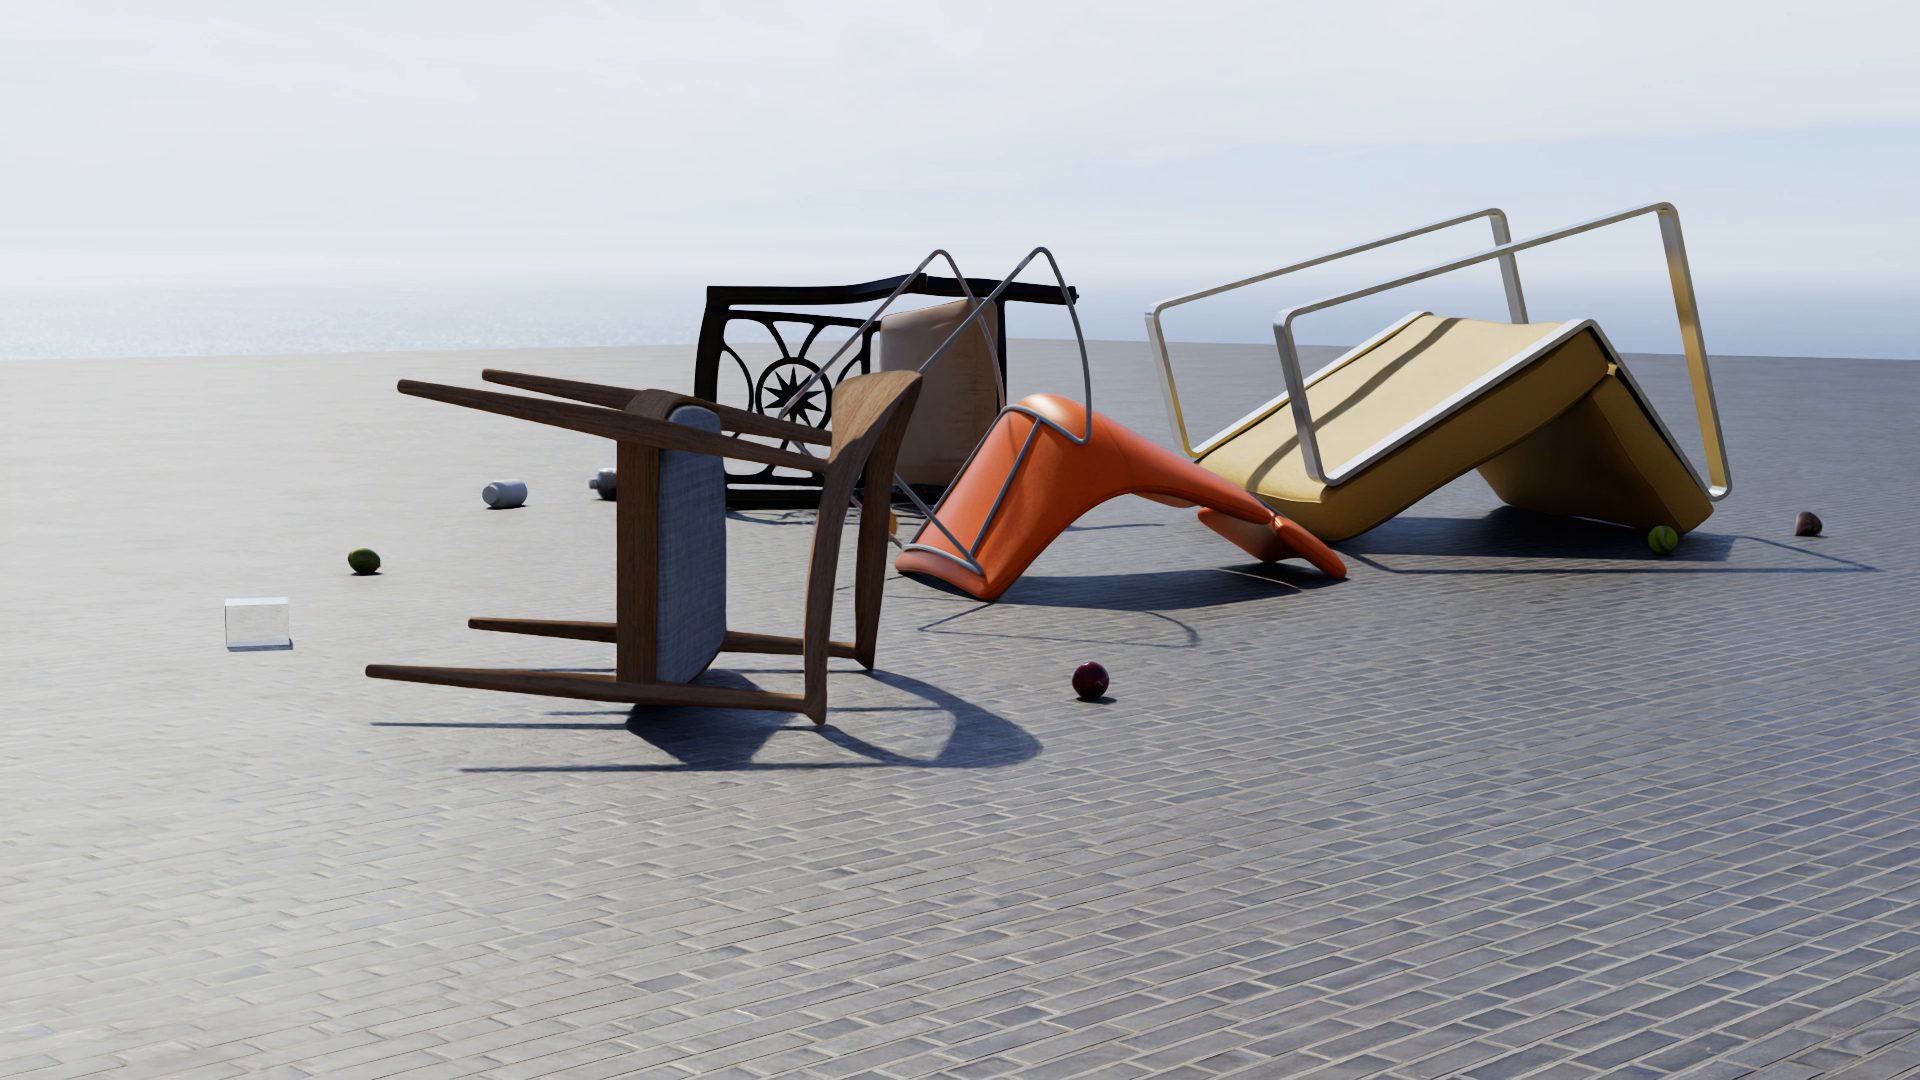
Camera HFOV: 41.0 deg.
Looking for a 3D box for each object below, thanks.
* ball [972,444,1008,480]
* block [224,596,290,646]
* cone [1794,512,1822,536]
[{"bbox_3d":[0.094,-0.249,8.263,0.116,0.116,0.116,0,6,0],"label":"ball"},{"bbox_3d":[-1.267,0.147,4.625,0.109,0.074,0.099,-2,6,-15],"label":"block"},{"bbox_3d":[2.142,-0.027,6.526,0.065,0.066,0.076,-37,22,-24],"label":"cone"}]
